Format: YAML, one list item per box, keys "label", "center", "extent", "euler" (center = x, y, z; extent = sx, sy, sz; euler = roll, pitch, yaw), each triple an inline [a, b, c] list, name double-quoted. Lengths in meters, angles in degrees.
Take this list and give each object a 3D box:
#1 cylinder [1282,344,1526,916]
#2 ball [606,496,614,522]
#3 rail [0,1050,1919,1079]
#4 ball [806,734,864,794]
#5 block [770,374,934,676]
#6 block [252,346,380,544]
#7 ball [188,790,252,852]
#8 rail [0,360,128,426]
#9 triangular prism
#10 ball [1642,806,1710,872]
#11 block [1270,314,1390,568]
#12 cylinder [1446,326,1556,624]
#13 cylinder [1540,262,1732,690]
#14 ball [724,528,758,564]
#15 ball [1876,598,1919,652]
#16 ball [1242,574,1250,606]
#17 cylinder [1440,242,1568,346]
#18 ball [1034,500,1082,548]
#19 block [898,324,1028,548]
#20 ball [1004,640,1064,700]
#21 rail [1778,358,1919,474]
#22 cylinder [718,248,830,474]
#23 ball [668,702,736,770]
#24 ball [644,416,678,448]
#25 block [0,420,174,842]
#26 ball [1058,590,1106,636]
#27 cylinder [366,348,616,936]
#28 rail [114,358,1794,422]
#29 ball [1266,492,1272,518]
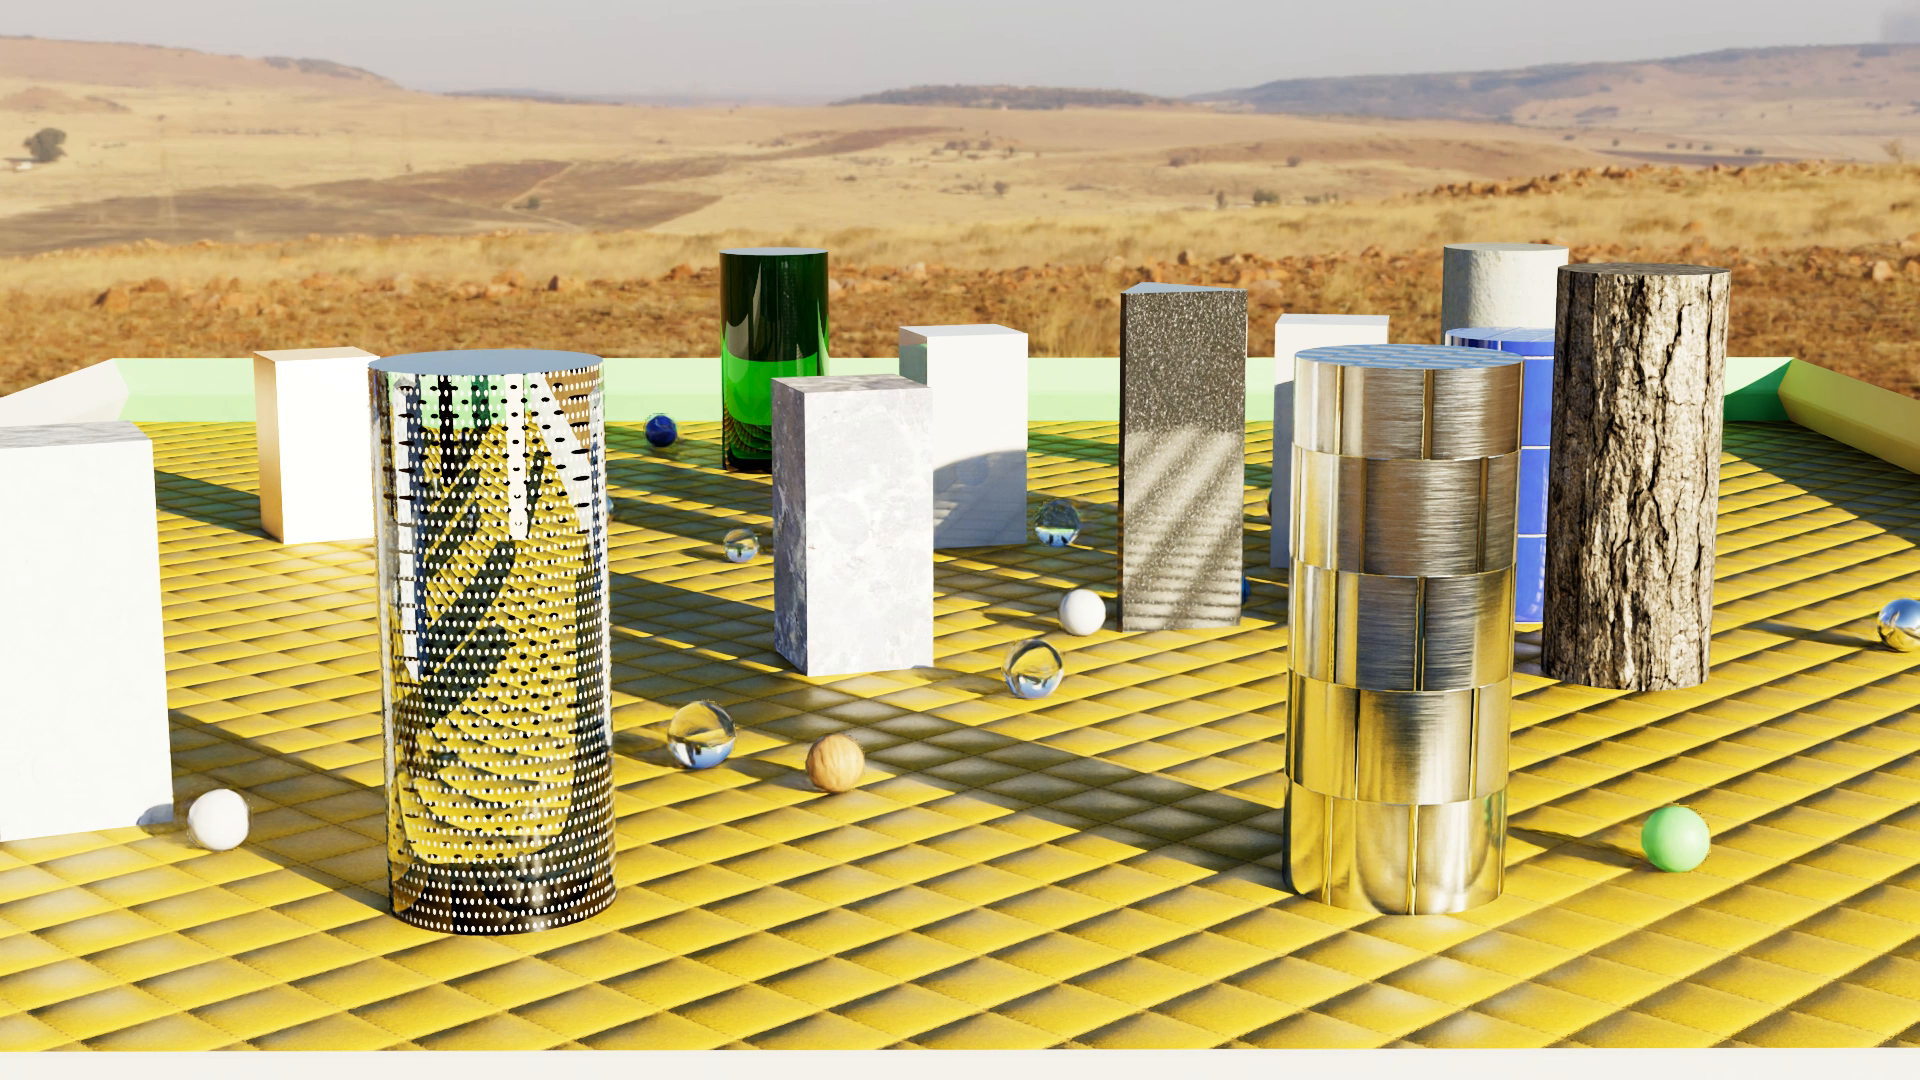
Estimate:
- label: "cylinder"
  center: [0.392, 0.074, 2.281]
  extent: [0.199, 0.476, 0.199]
  euler: [0, 10, 0]
- label: "ball"
  center: [-0.579, -0.048, 4.106]
  extent: [0.052, 0.052, 0.052]
  euler: [0, 10, 0]
- label: "rail"
  center: [0.011, 0.374, 1.608]
  extent: [3.477, 0.129, 0.045]
  euler: [0, 10, 0]
- label: "ball"
  center: [-0.127, 0.227, 2.600]
  extent: [0.059, 0.059, 0.059]
  euler: [0, 10, 0]
- label: "block"
  center: [-0.134, -0.023, 3.165]
  extent: [0.159, 0.344, 0.159]
  euler: [-4, 11, -18]
- label: "block"
  center: [-1.006, -0.151, 4.030]
  extent: [0.159, 0.283, 0.159]
  euler: [-5, 12, -27]
- label: "ball"
  center: [-0.695, 0.263, 2.408]
  extent: [0.058, 0.058, 0.058]
  euler: [0, 10, 0]
- label: "rail"
  center: [-1.715, 0.035, 3.439]
  extent: [0.045, 0.129, 3.791]
  euler: [0, 10, 0]
- label: "triangular prism"
  center: [0.268, -0.114, 3.390]
  extent: [0.172, 0.441, 0.149]
  euler: [-3, 11, -16]
- label: "ball"
  center: [0.654, 0.273, 2.343]
  extent: [0.061, 0.061, 0.061]
  euler: [0, 10, 0]
- label: "block"
  center: [0.548, -0.147, 3.799]
  extent: [0.159, 0.358, 0.159]
  euler: [2, 11, 10]
- label: "cylinder"
  center: [0.749, -0.091, 3.455]
  extent: [0.199, 0.373, 0.199]
  euler: [0, 10, 0]
- label: "cylinder"
  center: [0.809, -0.080, 3.079]
  extent: [0.199, 0.489, 0.199]
  euler: [0, 10, 0]
- label: "ball"
  center: [-0.324, 0.009, 3.798]
  extent: [0.052, 0.052, 0.052]
  euler: [0, 10, 0]
- label: "ball"
  center: [1.188, 0.107, 3.225]
  extent: [0.068, 0.068, 0.068]
  euler: [0, 10, 0]
- label: "ball"
  center: [0.359, 0.067, 3.457]
  extent: [0.062, 0.062, 0.062]
  euler: [0, 10, 0]
- label: "cylinder"
  center: [0.886, -0.261, 4.201]
  extent: [0.199, 0.436, 0.199]
  euler: [0, 10, 0]
- label: "ball"
  center: [0.149, -0.024, 3.923]
  extent: [0.072, 0.072, 0.072]
  euler: [0, 10, 0]
- label: "block"
  center: [0.004, -0.164, 3.981]
  extent: [0.159, 0.324, 0.159]
  euler: [-3, 11, -17]
- label: "ball"
  center: [0.085, 0.150, 2.984]
  extent: [0.070, 0.070, 0.070]
  euler: [0, 10, 0]
- label: "rail"
  center: [1.715, 0.031, 3.458]
  extent: [0.045, 0.129, 3.791]
  euler: [0, 10, 0]
- label: "cylinder"
  center: [-0.337, -0.329, 4.682]
  extent: [0.199, 0.395, 0.199]
  euler: [0, 10, 0]
- label: "ball"
  center: [-0.271, 0.205, 2.688]
  extent: [0.070, 0.070, 0.070]
  euler: [0, 10, 0]
- label: "ball"
  center: [-0.576, -0.209, 4.947]
  extent: [0.063, 0.063, 0.063]
  euler: [0, 10, 0]
- label: "block"
  center: [-0.873, 0.083, 2.509]
  extent: [0.159, 0.375, 0.159]
  euler: [-5, 12, -25]
- label: "ball"
  center: [0.157, 0.094, 3.315]
  extent: [0.061, 0.061, 0.061]
  euler: [0, 10, 0]
- label: "cylinder"
  center: [-0.404, 0.083, 2.229]
  extent: [0.199, 0.477, 0.199]
  euler: [0, 10, 0]
- label: "rail"
  center: [-0.011, -0.307, 5.289]
  extent: [3.477, 0.129, 0.045]
  euler: [0, 10, 0]
- label: "ball"
  center: [0.525, -0.057, 4.112]
  extent: [0.068, 0.068, 0.068]
  euler: [0, 10, 0]
